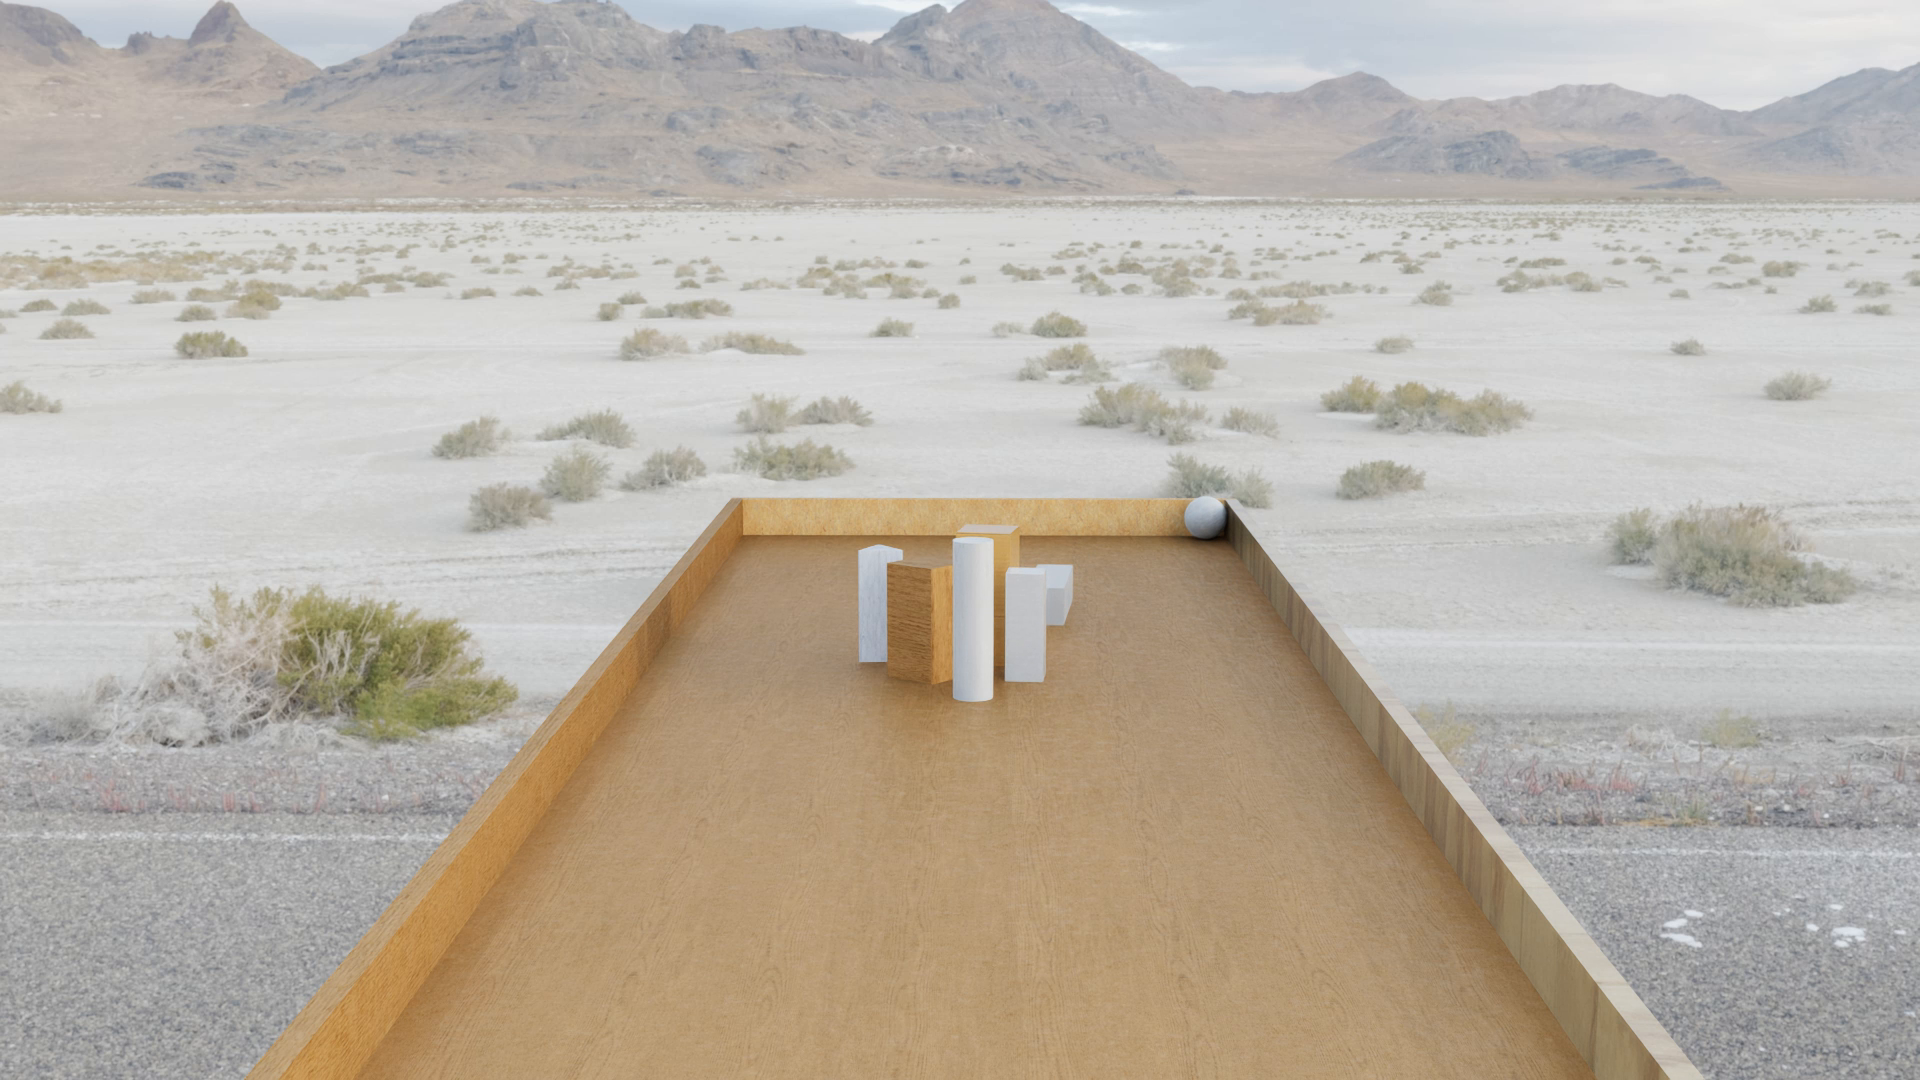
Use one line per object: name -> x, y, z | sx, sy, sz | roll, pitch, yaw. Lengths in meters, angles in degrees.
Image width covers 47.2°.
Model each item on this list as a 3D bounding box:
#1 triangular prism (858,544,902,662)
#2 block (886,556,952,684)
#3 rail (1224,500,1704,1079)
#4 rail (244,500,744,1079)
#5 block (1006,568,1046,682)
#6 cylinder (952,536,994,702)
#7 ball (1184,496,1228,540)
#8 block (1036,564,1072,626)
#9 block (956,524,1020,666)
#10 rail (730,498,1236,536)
triangular prism -> -0.244, 0.191, 6.710 | 0.132, 0.342, 0.115 | -1, 9, -5
block -> -0.094, 0.233, 6.456 | 0.169, 0.339, 0.169 | 7, 12, 39
rail -> 1.046, 0.843, 3.208 | 0.050, 0.150, 12.000 | 0, 9, 1
rail -> -1.004, 0.839, 3.234 | 0.050, 0.150, 12.000 | 0, 9, 1
block -> 0.193, 0.247, 6.434 | 0.111, 0.318, 0.111 | 1, 9, 6
cylinder -> 0.037, 0.222, 6.176 | 0.115, 0.449, 0.115 | 0, 9, 0
ball -> 1.008, -0.091, 9.021 | 0.177, 0.177, 0.177 | 0, 9, 0
block -> 0.306, 0.183, 7.462 | 0.123, 0.123, 0.457 | 1, 9, 6
block -> 0.085, 0.166, 6.675 | 0.164, 0.403, 0.164 | 2, 9, 11
rail -> 0.099, -0.098, 9.147 | 2.100, 0.150, 0.050 | 0, 9, 1
